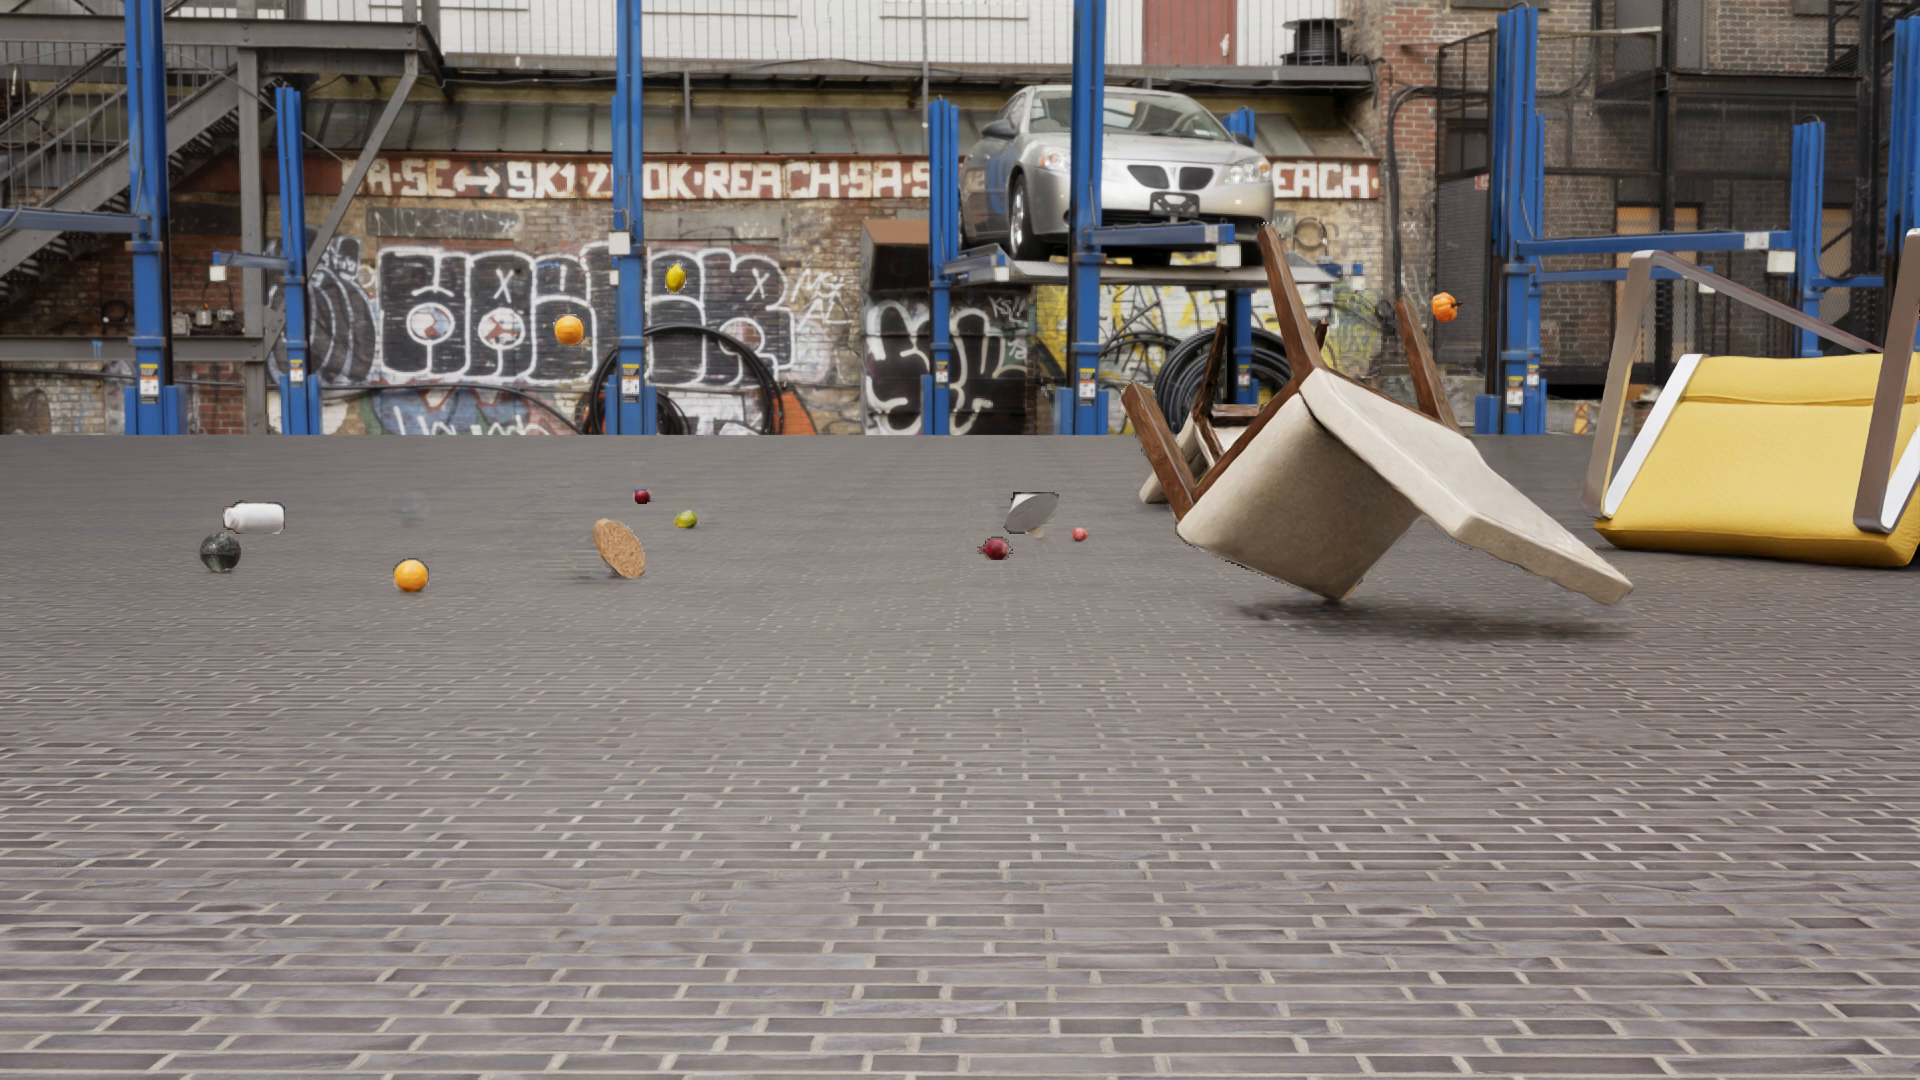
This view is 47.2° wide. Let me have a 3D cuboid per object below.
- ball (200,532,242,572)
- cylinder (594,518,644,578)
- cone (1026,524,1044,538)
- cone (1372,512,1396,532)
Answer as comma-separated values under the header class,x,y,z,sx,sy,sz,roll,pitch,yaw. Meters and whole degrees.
class,x,y,z,sx,sy,sz,roll,pitch,yaw
ball,-1.815,0.030,5.397,0.098,0.098,0.098,0,4,0
cylinder,-0.819,0.020,5.273,0.083,0.149,0.128,-32,11,-11
cone,0.213,-0.030,6.653,0.071,0.056,0.041,25,-33,-34
cone,1.312,-0.040,6.885,0.060,0.097,0.048,-39,21,37
